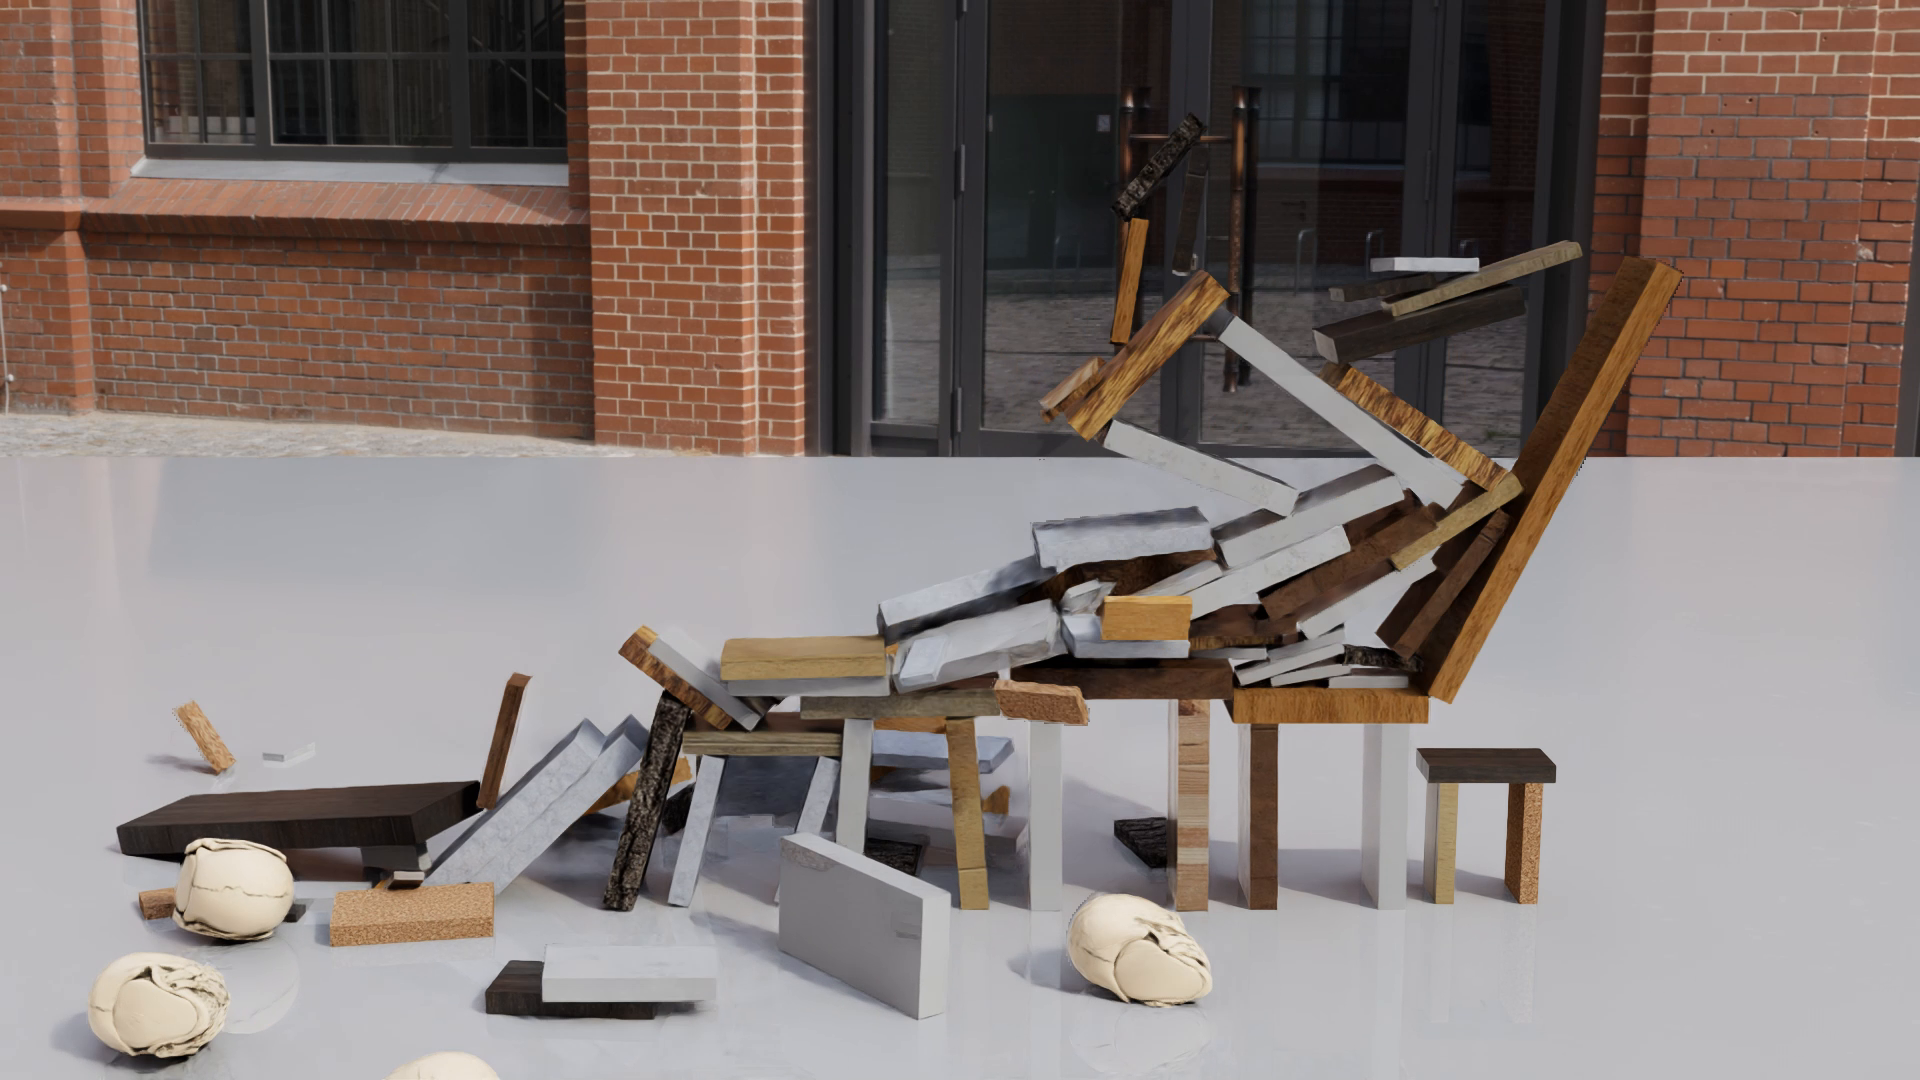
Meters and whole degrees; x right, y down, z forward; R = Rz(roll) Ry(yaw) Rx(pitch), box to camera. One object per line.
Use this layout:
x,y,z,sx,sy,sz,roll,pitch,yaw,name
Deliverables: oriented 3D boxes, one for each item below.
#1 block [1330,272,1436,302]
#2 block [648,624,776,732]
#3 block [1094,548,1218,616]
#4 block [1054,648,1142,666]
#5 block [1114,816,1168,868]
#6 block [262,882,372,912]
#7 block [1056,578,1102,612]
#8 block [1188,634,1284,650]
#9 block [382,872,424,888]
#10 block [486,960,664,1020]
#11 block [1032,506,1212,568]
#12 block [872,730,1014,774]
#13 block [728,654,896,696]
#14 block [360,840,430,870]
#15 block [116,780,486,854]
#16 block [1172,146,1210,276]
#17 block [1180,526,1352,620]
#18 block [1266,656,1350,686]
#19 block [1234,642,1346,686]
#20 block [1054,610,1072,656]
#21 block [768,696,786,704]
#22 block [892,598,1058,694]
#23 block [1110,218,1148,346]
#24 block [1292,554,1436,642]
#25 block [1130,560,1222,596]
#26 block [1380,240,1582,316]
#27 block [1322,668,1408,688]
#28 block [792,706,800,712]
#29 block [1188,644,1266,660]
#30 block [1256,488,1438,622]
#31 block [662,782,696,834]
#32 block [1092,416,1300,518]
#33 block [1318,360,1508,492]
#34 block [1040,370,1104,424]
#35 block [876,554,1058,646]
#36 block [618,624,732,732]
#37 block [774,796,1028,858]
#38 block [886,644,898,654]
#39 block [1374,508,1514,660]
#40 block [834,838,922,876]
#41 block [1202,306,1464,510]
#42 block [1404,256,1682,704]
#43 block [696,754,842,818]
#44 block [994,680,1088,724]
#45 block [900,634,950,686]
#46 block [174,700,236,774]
0.670,-0.401,3.491,0.150,0.021,0.075,-10,9,-6,block
-0.406,0.224,3.597,0.212,0.030,0.106,38,12,0,block
0.375,0.078,3.751,0.039,0.136,0.422,44,21,22,block
0.206,0.176,3.602,0.186,0.026,0.093,5,12,24,block
0.350,0.534,3.895,0.095,0.027,0.191,-3,11,-15,block
-1.058,0.587,3.623,0.159,0.023,0.080,0,11,0,block
0.192,0.093,3.572,0.054,0.015,0.107,-19,-14,-13,block
0.424,0.151,3.617,0.191,0.027,0.095,-4,14,-15,block
-0.902,0.557,3.558,0.048,0.014,0.095,6,-27,-26,block
-0.555,0.657,3.214,0.245,0.035,0.122,1,11,5,block
0.259,-0.006,3.541,0.273,0.039,0.136,-6,14,-1,block
-0.095,0.405,4.249,0.397,0.027,0.096,1,22,28,block
-0.236,0.219,3.556,0.258,0.037,0.129,0,11,4,block
-0.971,0.520,3.759,0.159,0.080,0.023,-3,12,39,block
-1.142,0.479,3.788,0.671,0.051,0.179,-6,10,27,block
0.363,-0.516,3.463,0.028,0.194,0.097,10,4,6,block
0.459,0.049,3.521,0.304,0.042,0.149,-23,9,-6,block
0.568,0.213,3.606,0.130,0.018,0.065,-10,10,0,block
0.537,0.195,3.595,0.177,0.018,0.065,-18,10,4,block
0.069,0.169,3.577,0.226,0.026,0.093,-12,27,16,block
-0.331,0.226,3.667,0.107,0.015,0.054,33,49,7,block
0.025,0.170,3.533,0.258,0.037,0.129,-14,26,13,block
0.268,-0.408,3.489,0.028,0.194,0.097,10,2,2,block
0.655,0.082,3.593,0.234,0.033,0.117,-30,9,4,block
0.322,0.080,3.465,0.178,0.019,0.068,-25,9,-6,block
0.826,-0.415,3.490,0.310,0.021,0.075,-18,12,2,block
0.665,0.226,3.607,0.130,0.018,0.065,-1,10,0,block
-0.331,0.396,4.302,0.143,0.041,0.409,-20,9,22,block
0.435,0.177,3.606,0.130,0.018,0.065,1,14,6,block
0.618,0.022,3.562,0.299,0.042,0.149,-30,10,8,block
-0.486,0.476,3.975,0.120,0.060,0.017,-32,34,-16,block
0.375,-0.122,3.520,0.316,0.045,0.158,21,7,-5,block
0.721,-0.186,3.518,0.302,0.043,0.151,33,8,-8,block
0.177,-0.230,3.502,0.113,0.016,0.057,-39,8,7,block
0.010,0.098,3.622,0.293,0.041,0.146,-17,-14,-9,block
-0.454,0.225,3.598,0.212,0.030,0.106,38,12,-2,block
-0.100,0.494,3.859,0.433,0.035,0.122,6,11,13,block
-0.100,0.285,4.802,0.051,0.179,0.357,-18,8,8,block
0.785,0.061,3.573,0.033,0.281,0.117,35,7,-8,block
-0.141,0.529,3.886,0.143,0.041,0.286,1,11,3,block
0.595,-0.214,3.516,0.460,0.045,0.158,35,9,-9,block
0.932,-0.097,3.544,0.043,0.765,0.151,25,9,-7,block
-0.309,0.396,3.806,0.293,0.146,0.041,-1,2,-24,block
0.125,0.249,3.384,0.136,0.068,0.019,4,48,23,block
-0.055,0.191,3.487,0.057,0.016,0.113,-11,27,20,block
-1.496,0.390,4.362,0.017,0.148,0.060,-32,4,8,block
